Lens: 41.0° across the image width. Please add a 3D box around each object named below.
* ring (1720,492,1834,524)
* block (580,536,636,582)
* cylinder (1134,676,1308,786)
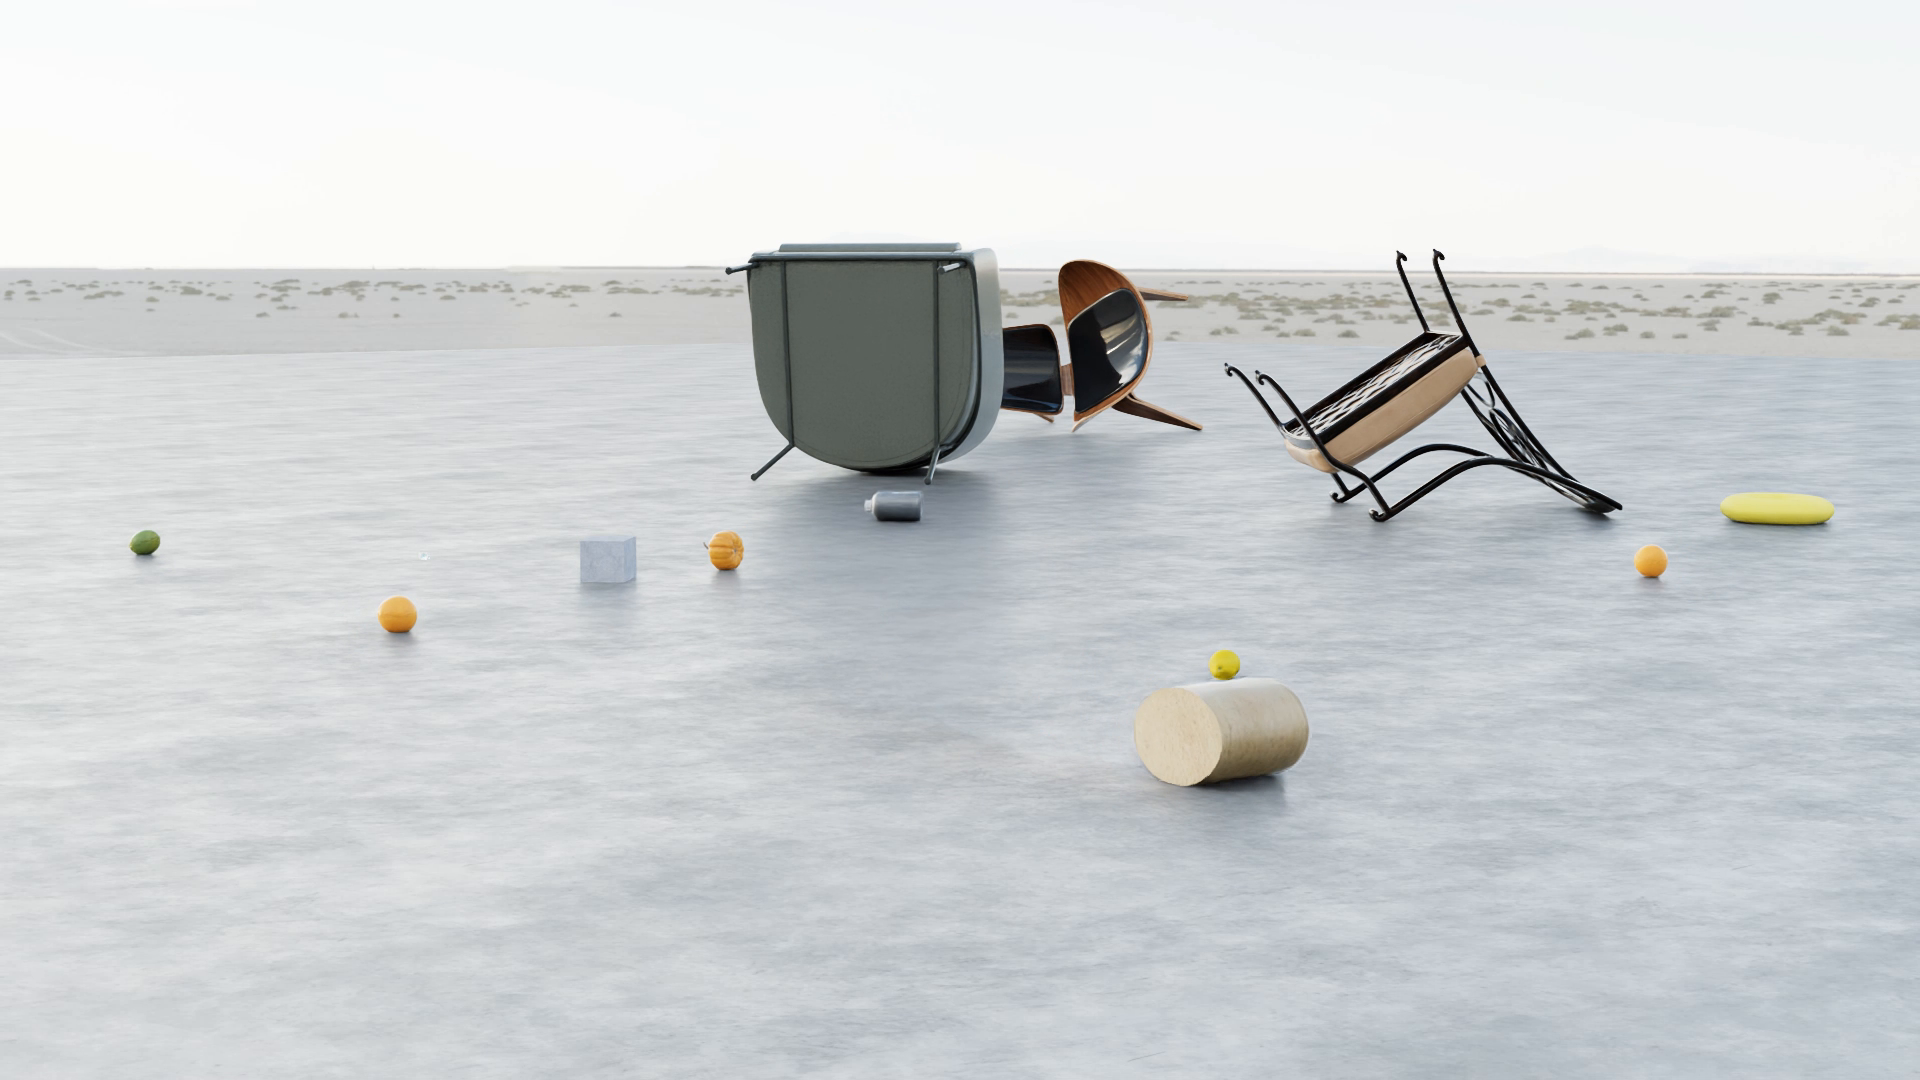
[{"bbox_3d":[2.198,-0.084,6.901,0.295,0.068,0.282,2,7,15],"label":"ring"},{"bbox_3d":[-0.765,0.040,5.586,0.097,0.089,0.114,1,6,6],"label":"block"},{"bbox_3d":[0.341,0.250,3.361,0.148,0.128,0.180,-4,0,-34],"label":"cylinder"}]
